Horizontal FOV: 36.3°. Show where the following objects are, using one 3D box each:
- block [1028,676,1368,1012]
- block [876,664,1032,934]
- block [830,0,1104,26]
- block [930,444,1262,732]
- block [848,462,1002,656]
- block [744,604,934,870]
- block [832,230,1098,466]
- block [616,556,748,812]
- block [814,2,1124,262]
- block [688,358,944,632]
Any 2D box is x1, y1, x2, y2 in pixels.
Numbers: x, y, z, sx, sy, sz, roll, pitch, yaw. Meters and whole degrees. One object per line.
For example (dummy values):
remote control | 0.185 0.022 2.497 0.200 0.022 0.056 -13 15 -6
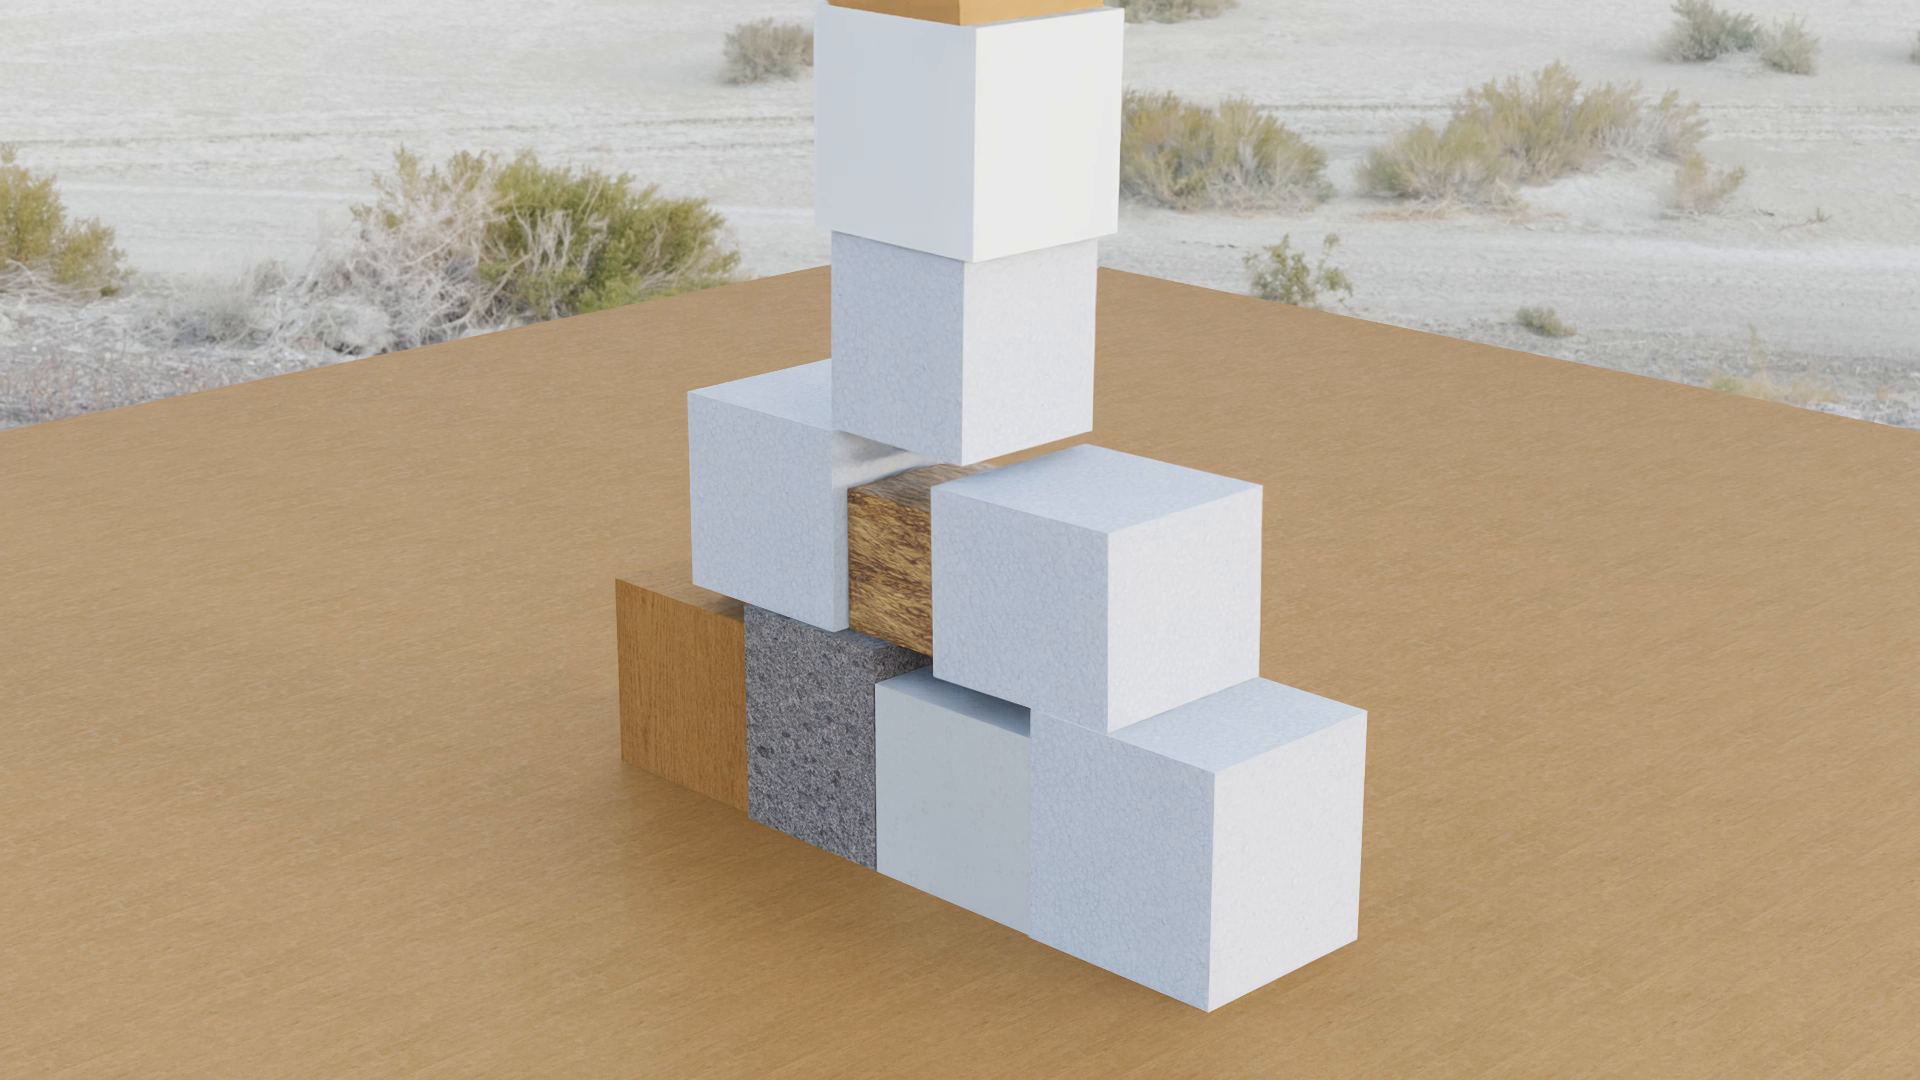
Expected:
block | 1.018 1.232 12.651 1.000 1.064 1.028 -17 24 -42
block | 0.310 1.084 13.359 0.989 0.921 0.970 -17 24 -42
block | 0.034 -2.694 12.470 0.875 0.841 0.792 -17 25 -42
block | 0.593 0.183 12.771 0.987 0.868 1.036 -17 23 -42
block | -0.002 0.079 13.395 0.752 0.669 0.682 -17 24 -42
block | -0.357 0.814 13.964 0.980 1.074 0.884 -17 24 -42
block | 0.014 -0.934 13.051 0.831 0.913 0.828 -17 25 -42
block | -1.039 0.663 14.619 0.884 0.968 1.009 -17 24 -42
block | 0.031 -1.833 12.762 0.901 0.977 0.986 -17 25 -42
block | -0.606 -0.235 13.920 0.918 0.954 0.999 -17 24 -42
